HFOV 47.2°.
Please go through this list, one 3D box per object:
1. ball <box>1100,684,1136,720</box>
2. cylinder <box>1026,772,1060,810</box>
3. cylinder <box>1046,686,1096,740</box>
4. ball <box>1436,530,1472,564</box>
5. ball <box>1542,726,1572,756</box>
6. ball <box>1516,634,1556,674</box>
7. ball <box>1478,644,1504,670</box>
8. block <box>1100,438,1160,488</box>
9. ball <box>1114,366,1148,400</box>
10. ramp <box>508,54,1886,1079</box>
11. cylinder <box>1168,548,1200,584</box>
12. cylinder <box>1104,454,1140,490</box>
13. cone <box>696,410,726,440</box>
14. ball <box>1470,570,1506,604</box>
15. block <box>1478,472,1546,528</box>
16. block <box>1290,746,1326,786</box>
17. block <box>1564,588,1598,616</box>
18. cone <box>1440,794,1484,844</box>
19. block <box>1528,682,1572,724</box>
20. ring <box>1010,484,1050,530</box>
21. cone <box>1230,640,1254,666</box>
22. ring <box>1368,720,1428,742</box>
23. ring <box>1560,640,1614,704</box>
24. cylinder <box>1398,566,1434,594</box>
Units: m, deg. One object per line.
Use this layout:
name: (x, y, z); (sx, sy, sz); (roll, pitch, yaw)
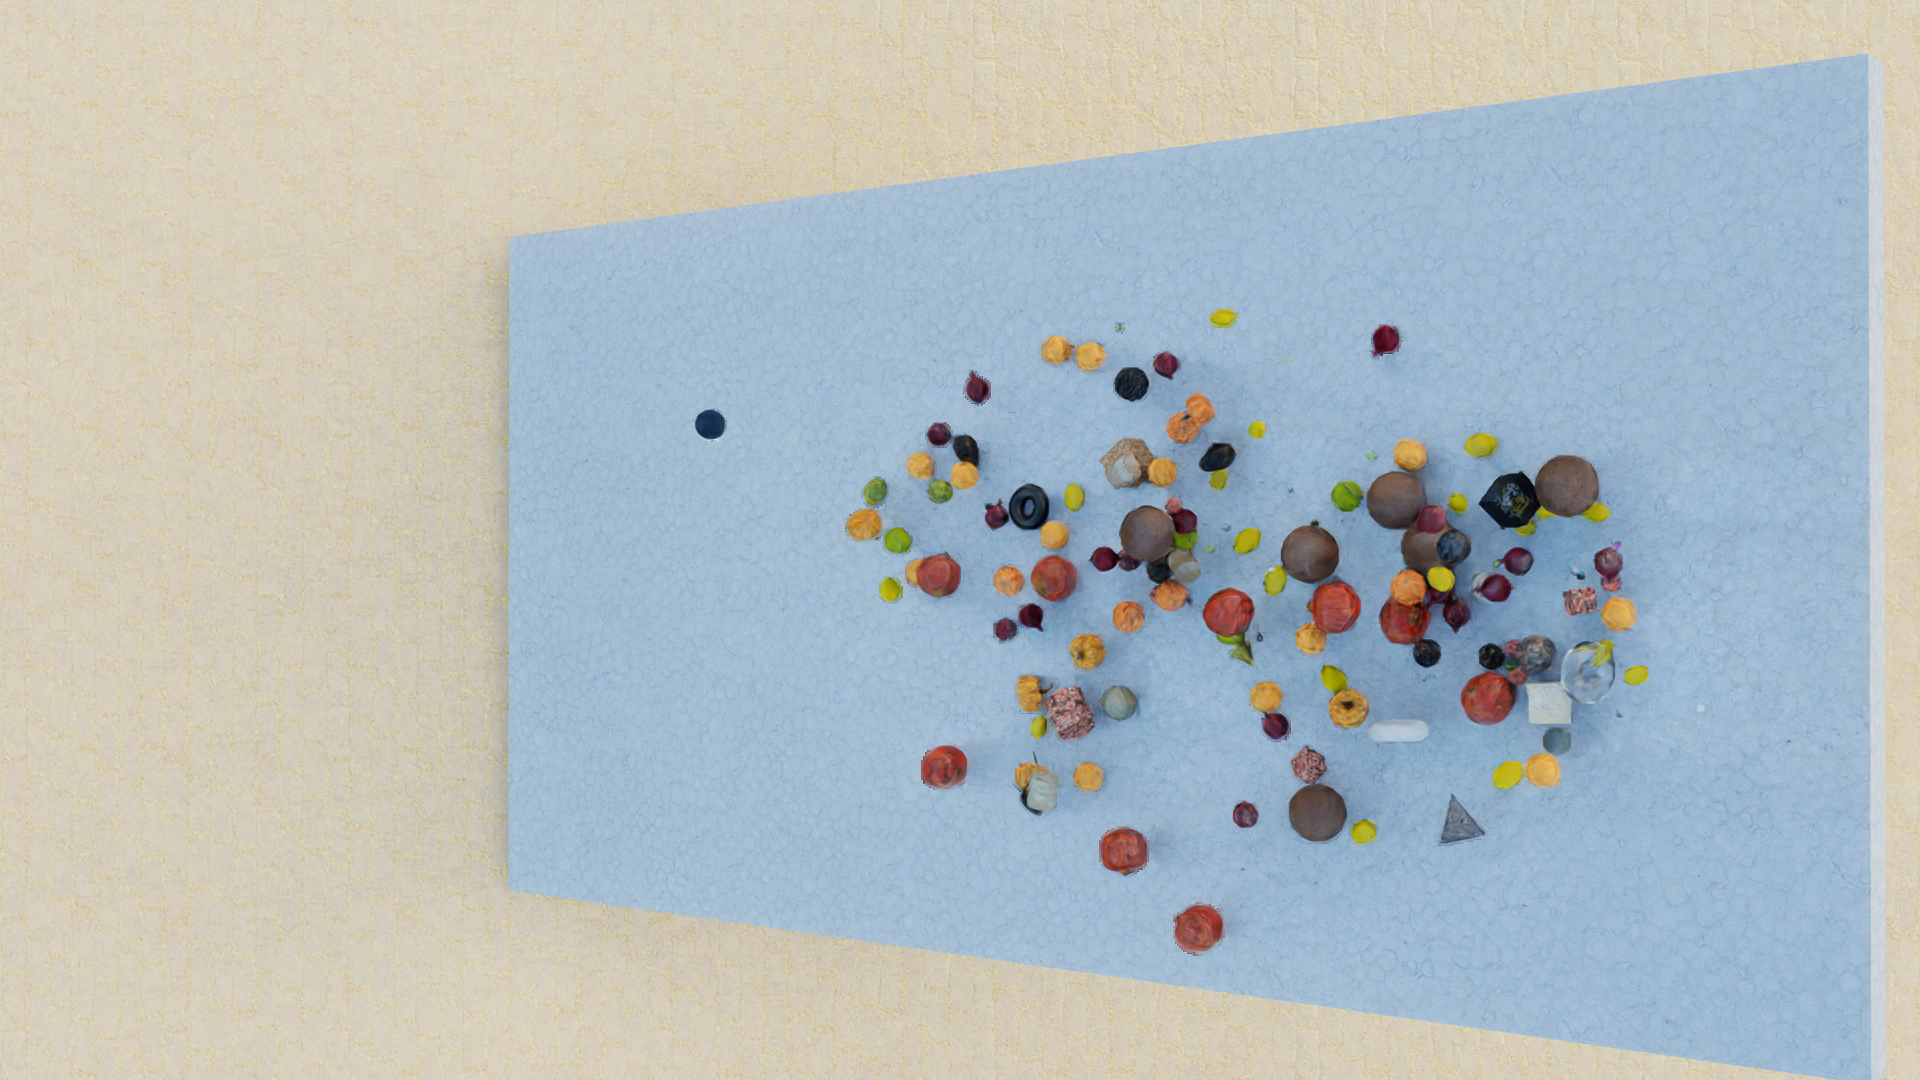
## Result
ball: (0.382, 0.392, 5.293); (0.086, 0.086, 0.086); (0, 90, 0)
cylinder: (0.202, 0.608, 5.331); (0.072, 0.072, 0.072); (7, 105, 0)
cylinder: (0.269, 0.423, 5.367); (0.095, 0.095, 0.095); (-20, 57, 0)
ball: (1.039, 0.015, 4.628); (0.072, 0.072, 0.072); (0, 90, 0)
ball: (1.255, 0.423, 4.624); (0.060, 0.060, 0.060); (0, 90, 0)
ball: (1.217, 0.240, 4.641); (0.082, 0.082, 0.082); (0, 90, 0)
ball: (1.140, 0.251, 4.718); (0.055, 0.055, 0.055); (0, 90, 0)
block: (0.407, -0.184, 5.278); (0.085, 0.085, 0.085); (-44, 65, 29)
ball: (0.411, -0.375, 5.278); (0.082, 0.082, 0.082); (0, 90, 0)
ramp: (0.222, 0.063, 5.539); (4.000, 0.100, 2.000); (0, 90, 38)
cylinder: (0.525, 0.061, 5.152); (0.062, 0.062, 0.062); (-6, 122, -10)
cylinder: (0.371, -0.155, 5.022); (0.059, 0.059, 0.059); (-31, 90, 29)
cone: (-0.638, -0.301, 5.672); (0.078, 0.078, 0.078); (0, 99, 2)
ball: (1.132, 0.100, 4.713); (0.075, 0.075, 0.075); (0, 90, 0)
block: (1.161, -0.083, 4.625); (0.080, 0.080, 0.080); (45, 71, -14)
block: (0.790, 0.511, 4.978); (0.054, 0.054, 0.054); (31, 118, -16)
block: (1.294, 0.128, 4.586); (0.050, 0.050, 0.050); (-6, 84, -5)
cone: (1.061, 0.589, 4.693); (0.099, 0.099, 0.099); (-10, 76, 0)
block: (1.236, 0.341, 4.606); (0.086, 0.086, 0.086); (-1, 89, 16)
ring: (0.173, -0.082, 5.490); (0.117, 0.039, 0.117); (-4, 83, 38)
cone: (0.662, 0.271, 5.075); (0.056, 0.056, 0.056); (-36, 66, 0)
ring: (0.958, 0.417, 4.805); (0.132, 0.132, 0.044); (-3, 88, 0)
ring: (1.291, 0.272, 4.522); (0.131, 0.044, 0.131); (-3, 96, -27)
cylinder: (0.999, 0.088, 4.821); (0.055, 0.055, 0.055); (5, 90, -37)
